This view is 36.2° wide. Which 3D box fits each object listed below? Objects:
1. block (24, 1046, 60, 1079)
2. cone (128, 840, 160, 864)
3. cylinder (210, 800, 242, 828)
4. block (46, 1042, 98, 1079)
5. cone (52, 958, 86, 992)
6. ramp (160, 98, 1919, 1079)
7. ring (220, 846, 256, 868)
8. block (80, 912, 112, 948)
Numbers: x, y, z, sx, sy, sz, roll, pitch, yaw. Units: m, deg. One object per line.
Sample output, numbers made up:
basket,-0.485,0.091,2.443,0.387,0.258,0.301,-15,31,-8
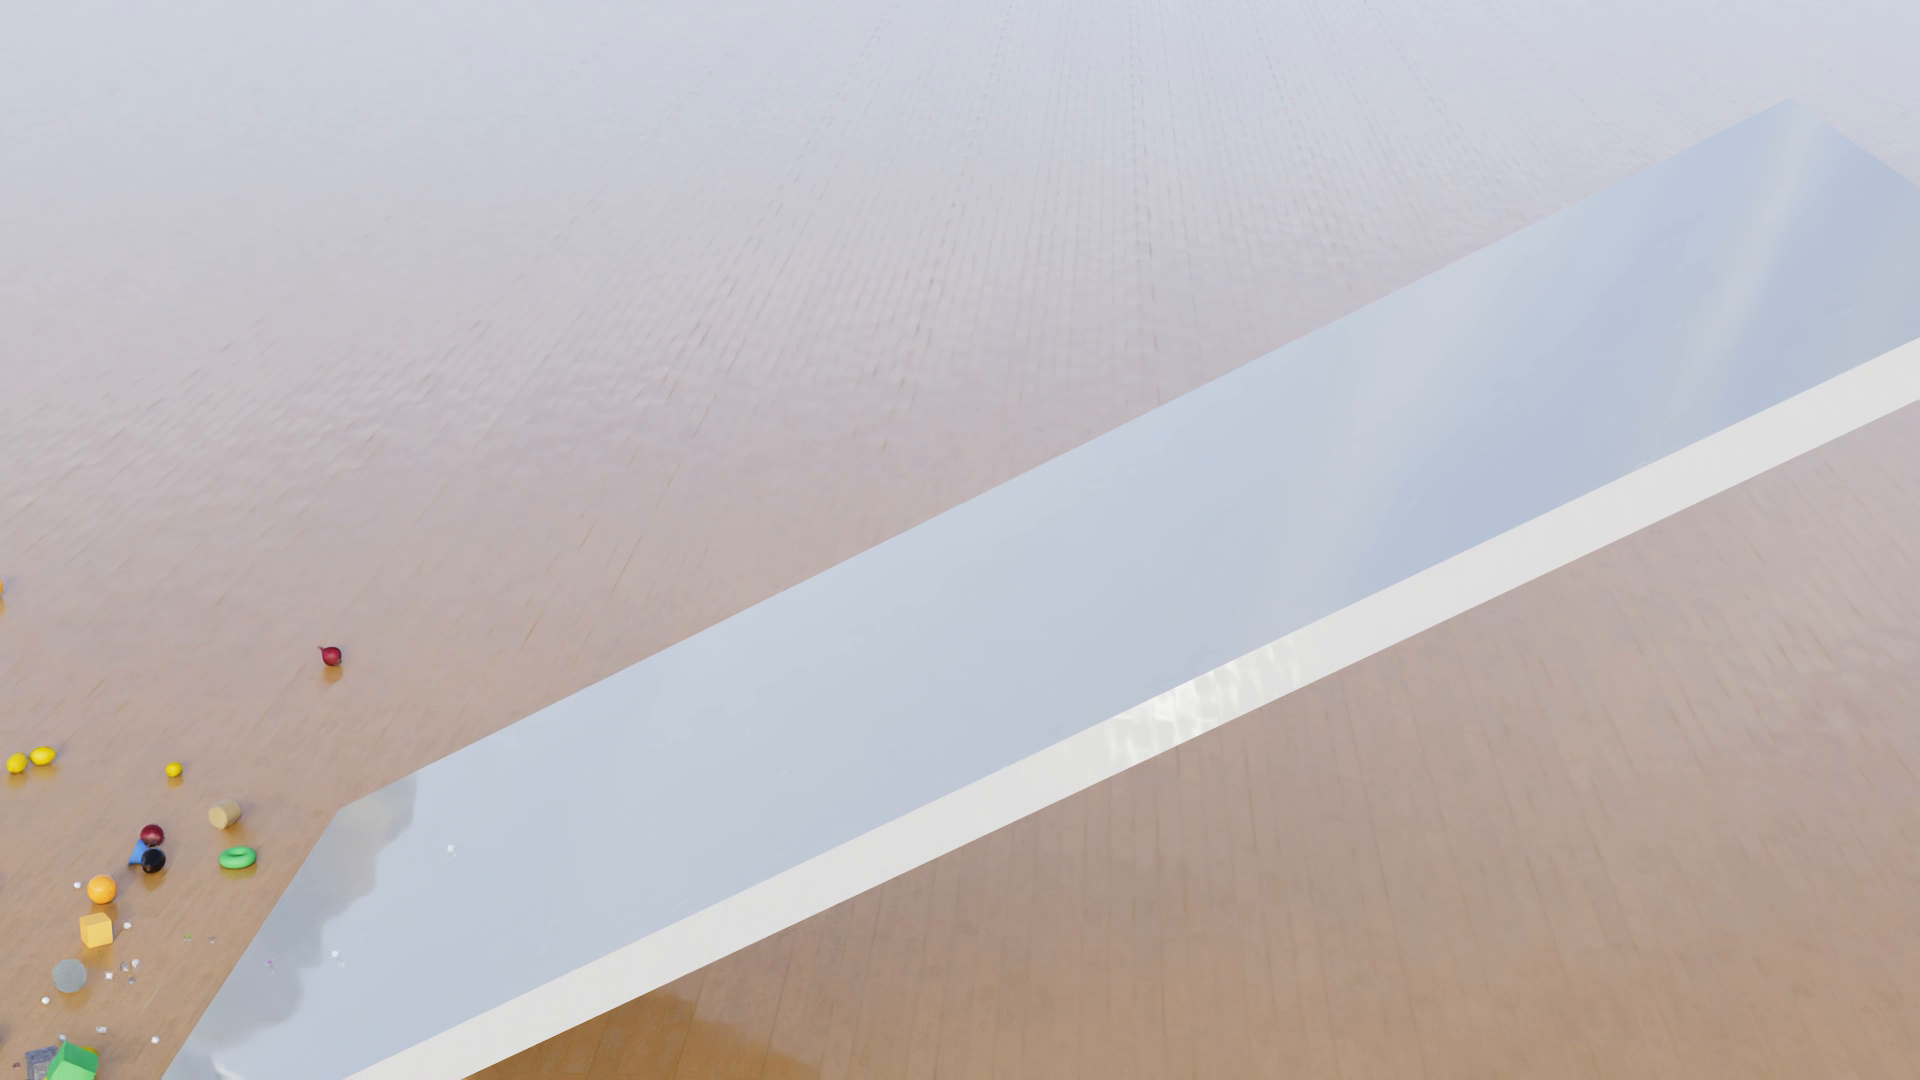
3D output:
block,-1.967,1.138,6.329,0.066,0.066,0.066,-11,20,-31
cone,-2.064,0.805,7.469,0.071,0.071,0.071,25,14,-11
cylinder,-1.923,0.718,7.704,0.060,0.060,0.060,9,19,26
block,-1.892,1.133,6.268,0.077,0.077,0.077,30,13,-21
cone,-2.070,1.010,6.795,0.079,0.079,0.079,-12,-9,-33
ramp,0.140,0.167,6.281,4.000,0.100,2.000,-26,14,10
ring,-1.833,0.806,7.465,0.094,0.031,0.094,-1,18,0
block,-2.061,0.930,7.017,0.058,0.058,0.058,-11,20,-32
